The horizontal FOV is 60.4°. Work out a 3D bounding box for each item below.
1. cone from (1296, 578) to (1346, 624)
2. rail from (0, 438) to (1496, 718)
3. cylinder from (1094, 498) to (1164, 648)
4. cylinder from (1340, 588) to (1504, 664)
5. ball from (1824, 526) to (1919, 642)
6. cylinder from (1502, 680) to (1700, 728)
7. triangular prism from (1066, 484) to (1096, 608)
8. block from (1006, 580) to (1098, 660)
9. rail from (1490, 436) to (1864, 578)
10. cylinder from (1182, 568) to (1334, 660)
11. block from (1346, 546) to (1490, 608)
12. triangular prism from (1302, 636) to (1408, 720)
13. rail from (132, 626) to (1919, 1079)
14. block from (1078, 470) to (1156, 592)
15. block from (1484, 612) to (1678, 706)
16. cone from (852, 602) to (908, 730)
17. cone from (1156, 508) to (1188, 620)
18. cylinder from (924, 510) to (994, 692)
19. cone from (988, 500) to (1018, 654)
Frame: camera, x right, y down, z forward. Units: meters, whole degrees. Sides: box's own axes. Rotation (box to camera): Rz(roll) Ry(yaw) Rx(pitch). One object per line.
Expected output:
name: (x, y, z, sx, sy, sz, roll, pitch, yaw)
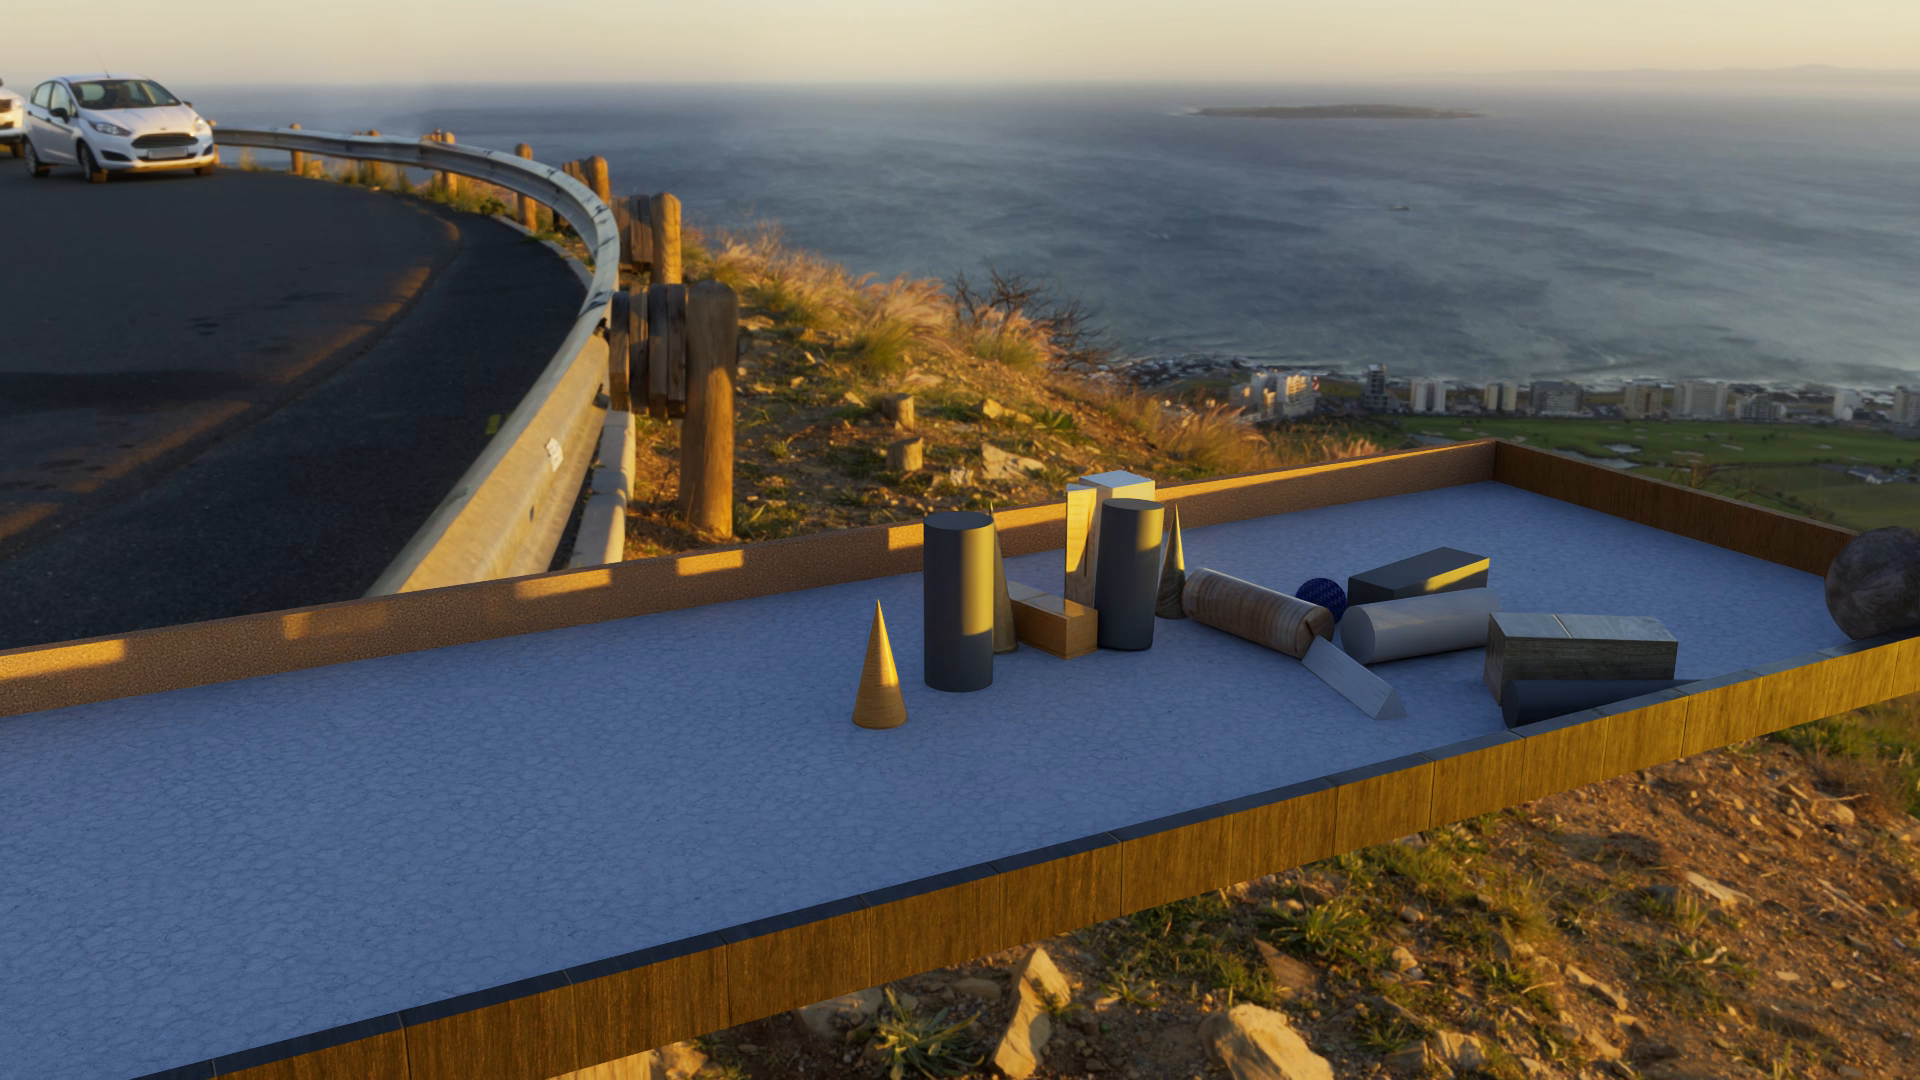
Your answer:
cone: (1.024, 0.155, 4.704, 0.140, 0.140, 0.381, 3, 6, 11)
rail: (-3.305, 0.497, 3.399, 12.000, 0.150, 0.050, -9, 18, -27)
cylinder: (0.445, 0.087, 4.375, 0.164, 0.372, 0.164, 3, 12, -1)
cylinder: (1.213, 0.223, 4.324, 0.408, 0.153, 0.153, -7, 18, -21)
ball: (2.452, 0.130, 4.319, 0.334, 0.334, 0.334, 0, 16, 0)
cylinder: (1.506, 0.383, 3.847, 0.449, 0.116, 0.116, 0, 16, 0)
triangular prism: (0.317, 0.027, 4.615, 0.093, 0.365, 0.080, -8, 18, -25)
block: (0.212, 0.213, 4.432, 0.112, 0.112, 0.333, -13, 21, -38)
rail: (2.466, -0.048, 5.253, 0.050, 0.150, 2.100, -9, 18, -27)
cylinder: (0.794, 0.196, 4.429, 0.146, 0.146, 0.420, -12, 20, -35)
block: (1.275, 0.148, 4.589, 0.449, 0.149, 0.149, -14, 21, -39)
triangular prism: (0.972, 0.333, 4.080, 0.087, 0.075, 0.392, -4, 17, -14)
rail: (-2.336, 1.006, 1.665, 12.000, 0.150, 0.050, -9, 18, -27)
block: (0.456, -0.021, 4.844, 0.156, 0.328, 0.156, -11, 19, -32)
block: (1.510, 0.296, 4.030, 0.398, 0.180, 0.180, 1, 16, 5)
cone: (-0.190, 0.280, 3.870, 0.133, 0.300, 0.133, 0, 16, 0)
cone: (0.597, 0.051, 4.603, 0.104, 0.326, 0.104, 0, 16, 0)
cylinder: (-0.003, 0.152, 4.097, 0.173, 0.418, 0.173, 0, 16, 0)
cone: (0.088, 0.087, 4.328, 0.116, 0.406, 0.116, -3, 16, 1)
